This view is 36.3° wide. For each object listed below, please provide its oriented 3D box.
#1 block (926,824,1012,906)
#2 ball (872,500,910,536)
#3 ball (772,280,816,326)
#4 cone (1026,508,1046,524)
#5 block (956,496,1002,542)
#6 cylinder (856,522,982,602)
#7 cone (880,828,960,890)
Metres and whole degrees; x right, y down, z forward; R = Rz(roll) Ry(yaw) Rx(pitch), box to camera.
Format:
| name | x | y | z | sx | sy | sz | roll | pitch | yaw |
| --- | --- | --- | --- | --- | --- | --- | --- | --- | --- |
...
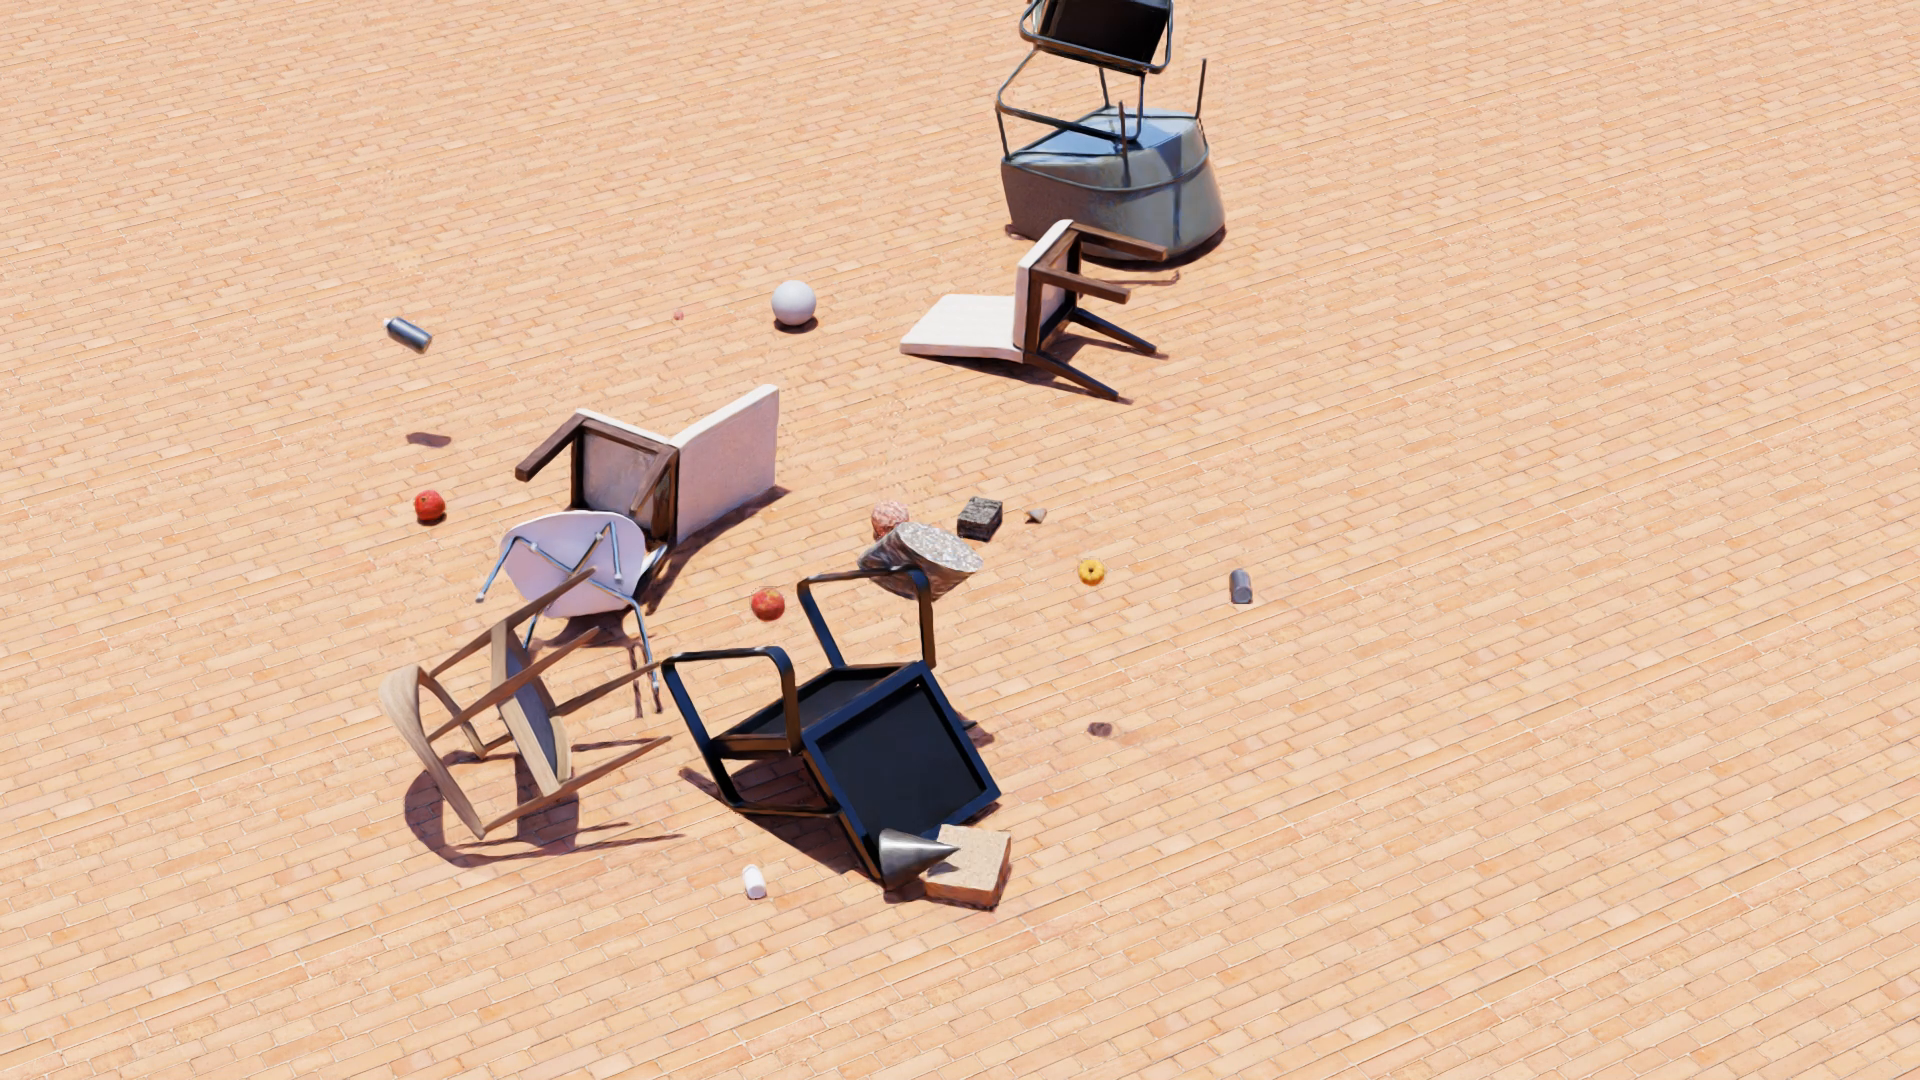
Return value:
| name | x | y | z | sx | sy | sz | roll | pitch | yaw |
| --- | --- | --- | --- | --- | --- | --- | --- | --- | --- |
| block | 0.027 | 1.026 | 9.255 | 0.220 | 0.084 | 0.229 | 7 | 48 | 13 |
| ball | -0.259 | -0.079 | 10.932 | 0.145 | 0.145 | 0.145 | 0 | 33 | 0 |
| ball | -0.696 | -0.993 | 12.278 | 0.191 | 0.191 | 0.191 | 0 | 33 | 0 |
| cone | 0.297 | -0.085 | 11.046 | 0.122 | 0.048 | 0.053 | -3 | 63 | -51 |
| block | 0.074 | -0.078 | 10.990 | 0.122 | 0.081 | 0.168 | 11 | 35 | 17 |
| cylinder | -0.134 | 0.074 | 9.645 | 0.317 | 0.328 | 0.122 | 24 | 62 | -17 |
| cone | -0.109 | 0.983 | 9.187 | 0.248 | 0.153 | 0.202 | -10 | 74 | 18 |
